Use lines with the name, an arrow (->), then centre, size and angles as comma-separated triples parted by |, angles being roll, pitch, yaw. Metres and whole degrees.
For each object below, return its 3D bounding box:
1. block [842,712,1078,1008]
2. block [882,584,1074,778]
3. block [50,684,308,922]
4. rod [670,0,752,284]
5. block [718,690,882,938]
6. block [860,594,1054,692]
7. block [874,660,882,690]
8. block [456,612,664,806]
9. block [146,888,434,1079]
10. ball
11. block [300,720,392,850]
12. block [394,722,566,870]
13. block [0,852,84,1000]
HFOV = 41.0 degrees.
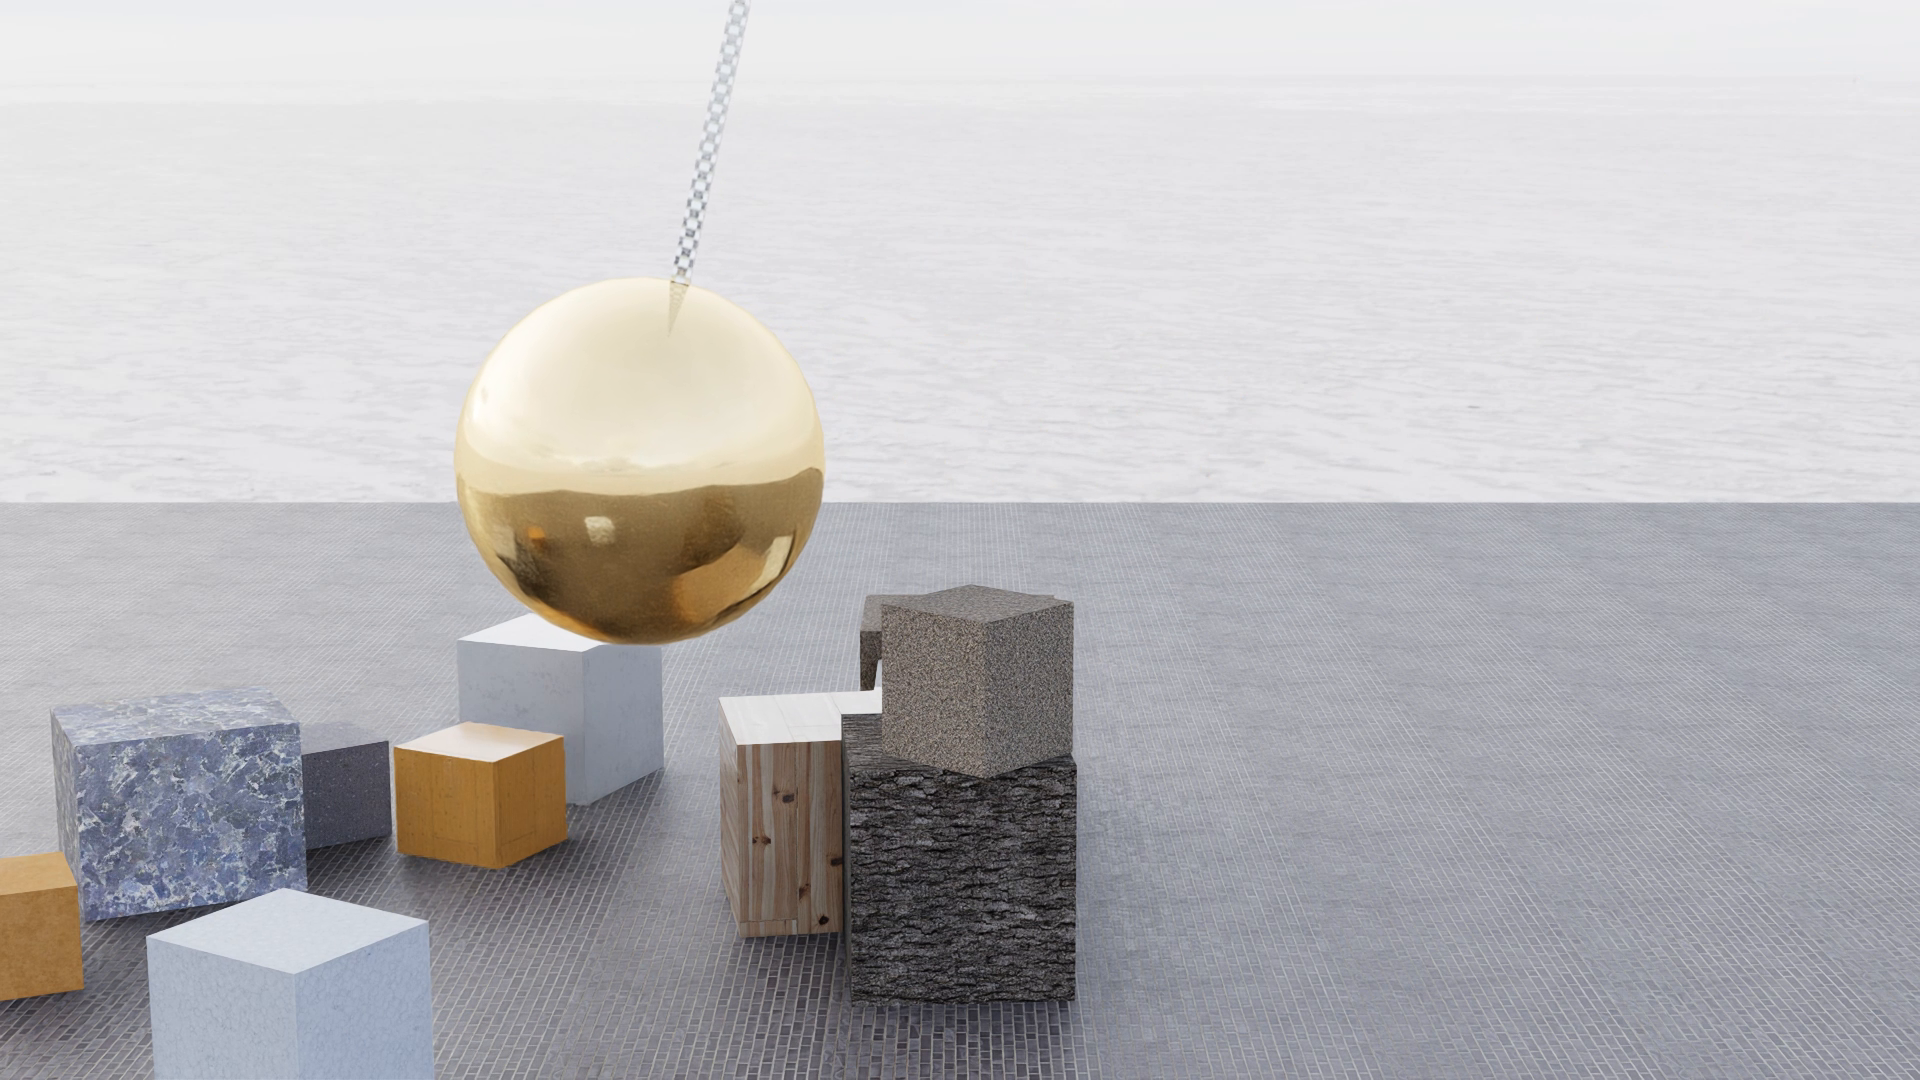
block -> -0.022, 1.239, 10.154 | 0.856, 0.930, 0.878 | -1, 10, -5
block -> 0.068, 0.529, 9.810 | 0.523, 0.589, 0.514 | 9, 14, 41
block -> -3.423, 1.131, 11.229 | 0.928, 0.758, 0.755 | -5, 11, -26
rod -> -0.598, -3.594, 10.527 | 0.080, 5.200, 0.080 | 13, 10, -2
block -> -0.528, 1.147, 10.965 | 0.920, 0.819, 0.818 | -2, 10, -10
block -> 0.001, 0.805, 12.554 | 0.943, 0.924, 0.856 | 0, 10, 0
block -> -0.007, 1.012, 11.797 | 0.755, 0.789, 0.688 | 0, 10, 0
block -> -1.995, 0.825, 12.887 | 0.708, 0.766, 0.780 | 4, 11, 22
block -> -2.267, 1.637, 8.721 | 0.692, 0.659, 0.616 | 6, 12, 31
ball -> -1.381, -0.339, 11.119 | 1.600, 1.600, 1.600 | 0, 10, 0
block -> -3.007, 1.146, 12.004 | 0.517, 0.450, 0.483 | -8, 13, -36
block -> -2.195, 1.165, 11.763 | 0.561, 0.499, 0.525 | 5, 12, 27
block -> -3.735, 1.518, 10.048 | 0.497, 0.418, 0.493 | -5, 11, -25
